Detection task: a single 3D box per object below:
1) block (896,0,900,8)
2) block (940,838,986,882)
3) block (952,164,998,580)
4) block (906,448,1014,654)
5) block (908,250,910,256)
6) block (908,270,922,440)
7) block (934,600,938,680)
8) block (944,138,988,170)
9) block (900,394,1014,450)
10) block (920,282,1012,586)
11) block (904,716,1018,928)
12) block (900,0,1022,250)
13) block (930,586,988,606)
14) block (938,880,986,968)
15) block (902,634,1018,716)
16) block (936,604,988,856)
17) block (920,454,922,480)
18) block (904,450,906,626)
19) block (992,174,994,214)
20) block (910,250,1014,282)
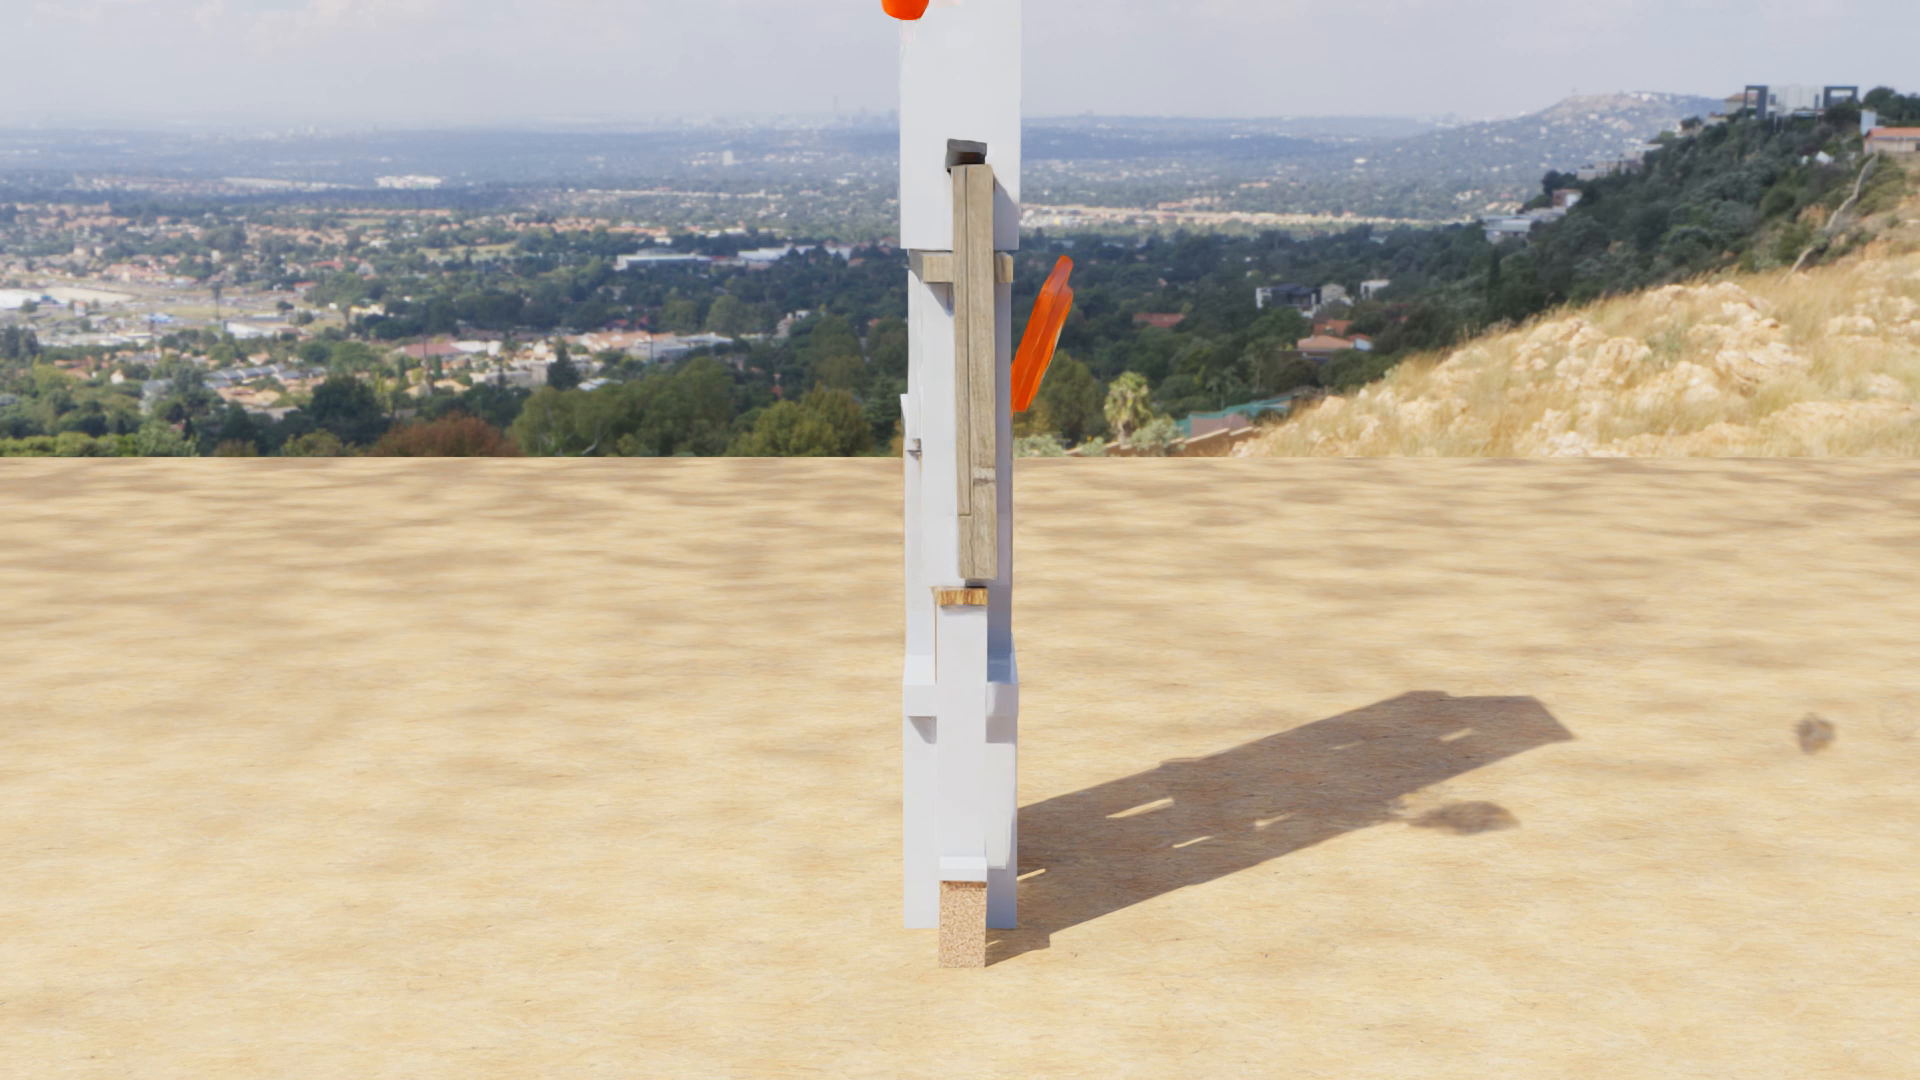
[{"bbox_3d":[-0.008,-1.023,3.473,0.178,0.356,0.050,1,10,1],"label":"block"},{"bbox_3d":[0.005,0.490,3.375,0.071,0.020,0.141,1,11,0],"label":"block"},{"bbox_3d":[0.021,-0.240,3.204,0.057,0.605,0.016,-2,13,-6],"label":"block"},{"bbox_3d":[-0.002,0.014,3.572,0.172,0.345,0.049,0,15,-1],"label":"block"},{"bbox_3d":[-0.013,-0.485,3.563,0.126,0.036,0.251,0,10,3],"label":"block"},{"bbox_3d":[-0.016,-0.288,3.418,0.130,0.259,0.037,0,10,-2],"label":"block"},{"bbox_3d":[-0.001,0.148,3.396,0.074,0.148,0.021,0,13,-2],"label":"block"},{"bbox_3d":[0.008,-0.561,3.209,0.057,0.016,0.114,6,-4,-2],"label":"block"},{"bbox_3d":[-0.009,-0.198,3.633,0.172,0.049,0.345,-1,10,-3],"label":"block"},{"bbox_3d":[0.008,-0.158,3.269,0.130,0.454,0.037,0,10,-4],"label":"block"},{"bbox_3d":[0.001,0.439,3.500,0.180,0.359,0.051,0,11,0],"label":"block"},{"bbox_3d":[0.001,-0.796,3.261,0.178,0.723,0.050,0,8,-3],"label":"block"},{"bbox_3d":[-0.004,0.073,3.328,0.074,0.021,0.148,-1,10,-6],"label":"block"},{"bbox_3d":[0.004,0.578,3.340,0.071,0.141,0.020,1,11,0],"label":"block"},{"bbox_3d":[0.001,0.215,3.580,0.180,0.051,0.359,0,11,0],"label":"block"},{"bbox_3d":[0.001,0.287,3.321,0.074,0.397,0.021,0,13,-3],"label":"block"},{"bbox_3d":[-0.015,-0.033,3.475,0.085,0.209,0.024,-3,12,1],"label":"block"},{"bbox_3d":[-0.010,0.072,3.823,0.172,0.549,0.049,0,13,-1],"label":"block"},{"bbox_3d":[0.020,-0.488,3.265,0.057,0.114,0.016,3,2,-3],"label":"block"},{"bbox_3d":[-0.001,-0.416,3.304,0.130,0.037,0.259,-1,11,-6],"label":"block"}]
